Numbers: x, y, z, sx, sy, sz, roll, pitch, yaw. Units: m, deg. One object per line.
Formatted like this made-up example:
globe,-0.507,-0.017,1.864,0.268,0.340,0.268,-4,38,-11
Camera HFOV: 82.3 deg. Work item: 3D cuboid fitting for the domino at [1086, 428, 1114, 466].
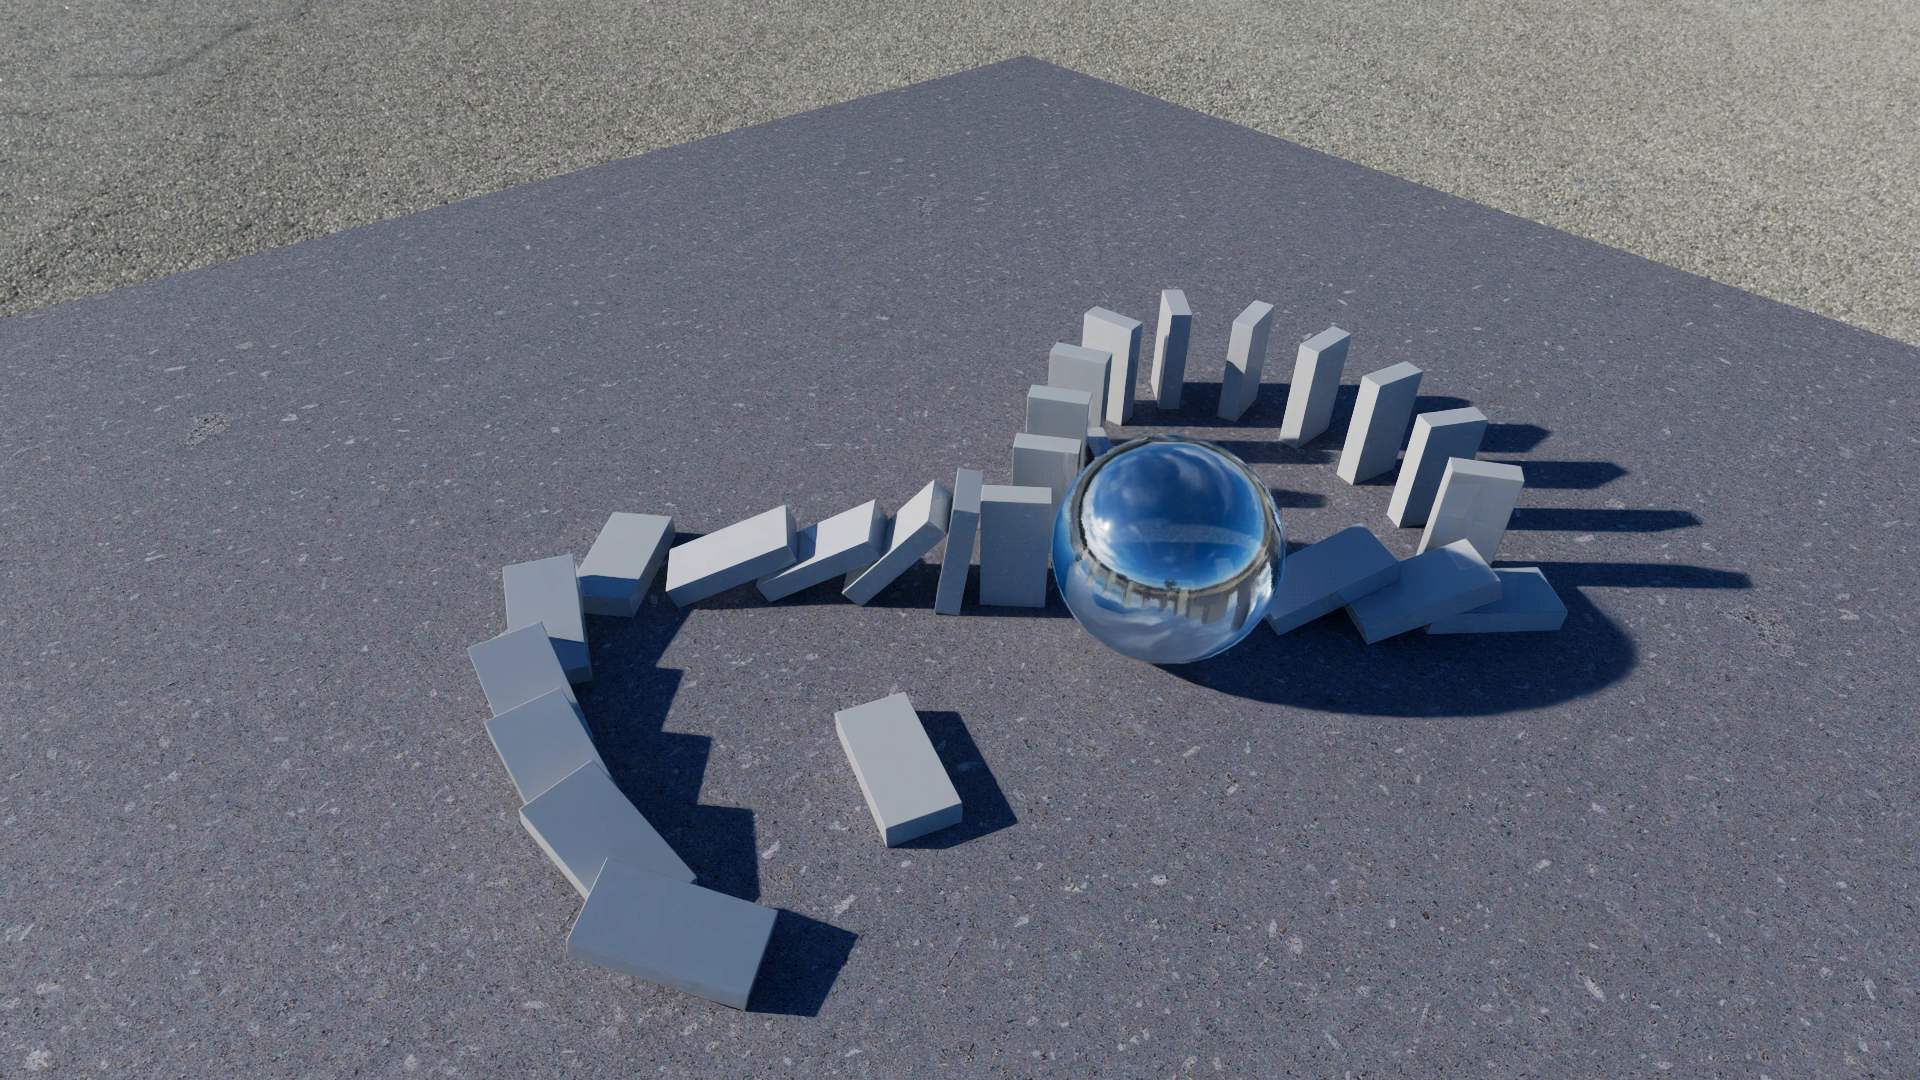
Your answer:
domino,0.061,-0.022,0.459,0.010,0.025,0.050,-7,40,-9

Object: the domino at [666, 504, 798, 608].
domino,-0.087,0.006,0.423,0.050,0.009,0.025,-21,40,7

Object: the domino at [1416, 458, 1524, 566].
domino,0.194,-0.007,0.420,0.025,0.050,0.010,9,40,11

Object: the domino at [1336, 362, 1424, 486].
domino,0.180,-0.050,0.472,0.025,0.050,0.010,-20,43,-22

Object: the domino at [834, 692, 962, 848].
domino,-0.020,0.073,0.355,0.025,0.010,0.050,-15,42,-17

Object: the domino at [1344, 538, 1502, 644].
domino,0.169,0.019,0.407,0.050,0.009,0.025,-20,38,6

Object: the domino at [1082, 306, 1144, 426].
domino,0.069,-0.080,0.510,0.025,0.050,0.010,28,47,30

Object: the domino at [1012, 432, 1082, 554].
domino,0.033,-0.017,0.433,0.025,0.050,0.010,7,40,8

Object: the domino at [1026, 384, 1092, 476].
domino,0.040,-0.039,0.460,0.025,0.050,0.009,9,40,11

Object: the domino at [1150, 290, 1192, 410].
domino,0.100,-0.090,0.521,0.009,0.050,0.025,-1,39,-1

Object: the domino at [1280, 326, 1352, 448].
domino,0.160,-0.068,0.495,0.025,0.050,0.010,-29,48,-31

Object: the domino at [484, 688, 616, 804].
domino,-0.126,0.073,0.344,0.025,0.010,0.050,-26,62,-28

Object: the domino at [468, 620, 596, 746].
domino,-0.143,0.053,0.368,0.025,0.010,0.050,-22,60,-24

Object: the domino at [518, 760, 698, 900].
domino,-0.103,0.091,0.322,0.050,0.009,0.025,41,53,19

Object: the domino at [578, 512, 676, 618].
domino,-0.133,0.009,0.433,0.025,0.009,0.050,5,40,6

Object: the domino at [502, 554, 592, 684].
domino,-0.149,0.030,0.397,0.025,0.009,0.050,-12,55,-14

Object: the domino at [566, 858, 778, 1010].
domino,-0.078,0.108,0.301,0.050,0.010,0.025,17,46,0

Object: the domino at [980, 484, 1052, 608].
domino,0.020,0.003,0.408,0.025,0.050,0.009,3,39,3

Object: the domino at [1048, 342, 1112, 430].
domino,0.052,-0.061,0.486,0.025,0.050,0.009,15,42,17

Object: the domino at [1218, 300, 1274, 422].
domino,0.133,-0.083,0.513,0.009,0.050,0.025,23,45,26

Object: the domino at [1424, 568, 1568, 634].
domino,0.198,0.023,0.416,0.050,0.010,0.025,-1,39,-2

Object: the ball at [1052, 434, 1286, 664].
ball,0.072,0.003,0.384,0.080,0.080,0.080,0,39,0

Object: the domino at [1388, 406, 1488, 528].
domino,0.193,-0.029,0.447,0.025,0.050,0.009,-8,40,-10

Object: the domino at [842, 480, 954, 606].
domino,-0.024,0.001,0.415,0.010,0.050,0.025,37,33,-22

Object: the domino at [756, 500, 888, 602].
domino,-0.053,0.004,0.420,0.050,0.010,0.025,-21,35,19

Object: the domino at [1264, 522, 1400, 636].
domino,0.136,0.014,0.414,0.050,0.009,0.025,-25,42,0

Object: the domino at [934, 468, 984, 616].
domino,-0.001,0.001,0.409,0.010,0.050,0.025,9,39,-2
